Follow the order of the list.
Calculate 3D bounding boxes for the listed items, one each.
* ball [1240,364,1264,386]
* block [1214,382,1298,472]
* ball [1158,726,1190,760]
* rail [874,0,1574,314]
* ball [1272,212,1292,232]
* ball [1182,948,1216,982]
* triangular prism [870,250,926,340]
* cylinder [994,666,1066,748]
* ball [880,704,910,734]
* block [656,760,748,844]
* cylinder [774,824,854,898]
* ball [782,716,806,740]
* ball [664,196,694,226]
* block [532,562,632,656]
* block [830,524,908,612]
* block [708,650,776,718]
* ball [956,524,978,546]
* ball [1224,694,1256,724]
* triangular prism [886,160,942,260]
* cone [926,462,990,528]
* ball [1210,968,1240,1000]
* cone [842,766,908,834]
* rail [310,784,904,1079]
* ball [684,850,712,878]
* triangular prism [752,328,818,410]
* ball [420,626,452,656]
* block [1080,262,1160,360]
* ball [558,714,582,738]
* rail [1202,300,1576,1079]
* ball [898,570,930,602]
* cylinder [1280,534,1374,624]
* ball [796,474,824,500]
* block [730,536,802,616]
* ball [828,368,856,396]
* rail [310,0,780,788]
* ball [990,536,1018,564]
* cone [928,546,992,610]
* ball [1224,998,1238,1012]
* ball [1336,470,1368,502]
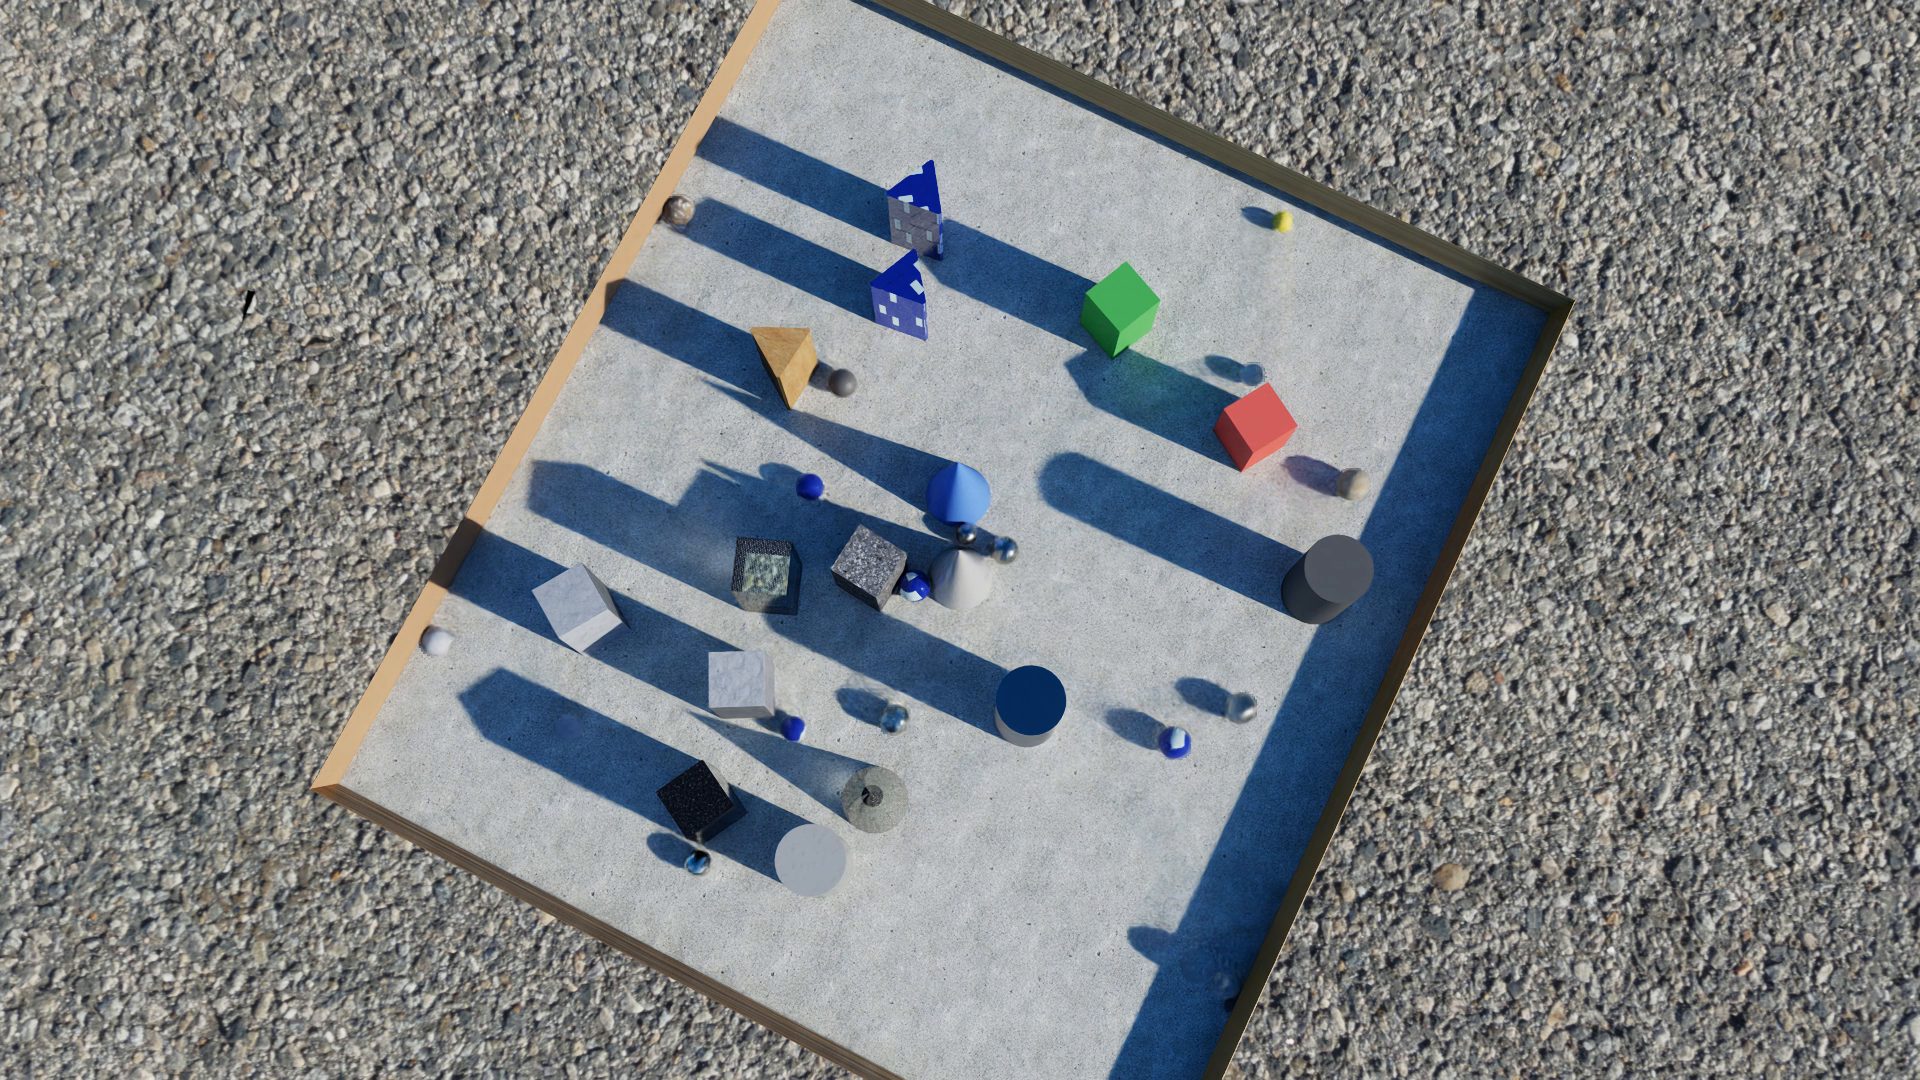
[{"bbox_3d":[0.907,-0.511,5.687,0.070,0.070,0.070,0,78,0],"label":"ball"},{"bbox_3d":[0.894,-0.340,5.563,0.159,0.242,0.159,-31,80,-6],"label":"block"},{"bbox_3d":[0.636,0.602,5.442,0.098,0.098,0.098,0,78,0],"label":"ball"},{"bbox_3d":[0.667,-1.300,5.819,2.722,0.129,0.045,26,80,5],"label":"rail"},{"bbox_3d":[1.019,-1.004,5.793,0.061,0.061,0.061,0,78,0],"label":"ball"},{"bbox_3d":[0.691,1.231,5.311,0.099,0.099,0.099,0,78,0],"label":"ball"},{"bbox_3d":[-0.160,-0.760,5.597,0.172,0.347,0.149,19,79,4],"label":"triangular prism"},{"bbox_3d":[0.200,0.487,5.329,0.199,0.366,0.199,0,78,0],"label":"cylinder"},{"bbox_3d":[-0.194,0.535,5.460,0.091,0.091,0.091,0,78,0],"label":"ball"},{"bbox_3d":[-0.740,0.757,5.282,0.159,0.349,0.159,-35,80,-7],"label":"block"},{"bbox_3d":[-0.412,0.921,5.238,0.199,0.368,0.199,0,78,0],"label":"cylinder"},{"bbox_3d":[-0.496,0.561,5.463,0.074,0.074,0.074,0,78,0],"label":"ball"},{"bbox_3d":[-0.886,-1.039,5.785,0.091,0.091,0.091,0,78,0],"label":"ball"},{"bbox_3d":[-1.105,0.208,5.378,0.159,0.384,0.159,-30,80,-6],"label":"block"},{"bbox_3d":[-0.268,0.087,5.464,0.159,0.264,0.159,32,80,6],"label":"block"},{"bbox_3d":[-0.637,0.427,5.373,0.159,0.303,0.159,-2,78,0],"label":"block"},{"bbox_3d":[0.020,-0.018,5.587,0.066,0.066,0.066,0,78,0],"label":"ball"},{"bbox_3d":[0.835,0.504,5.465,0.092,0.092,0.092,0,78,0],"label":"ball"},{"bbox_3d":[-0.110,-1.023,5.627,0.172,0.394,0.149,21,79,4],"label":"triangular prism"},{"bbox_3d":[-0.006,-0.180,5.432,0.199,0.434,0.199,0,78,0],"label":"cone"},{"bbox_3d":[0.769,1.285,5.306,0.088,0.088,0.088,0,78,0],"label":"ball"},{"bbox_3d":[-0.252,0.743,5.307,0.199,0.306,0.199,0,78,0],"label":"cone"},{"bbox_3d":[-0.667,1.314,5.278,2.722,0.129,0.045,26,80,5],"label":"rail"},{"bbox_3d":[-0.767,0.950,5.378,0.082,0.082,0.082,0,78,0],"label":"ball"},{"bbox_3d":[-0.551,-0.549,5.550,0.149,0.353,0.172,31,80,6],"label":"triangular prism"},{"bbox_3d":[-1.574,0.304,5.509,0.088,0.088,0.088,0,78,0],"label":"ball"},{"bbox_3d":[0.488,-0.700,5.618,0.159,0.281,0.159,-39,81,-7],"label":"block"},{"bbox_3d":[-1.165,0.557,5.465,0.070,0.070,0.070,0,78,0],"label":"ball"},{"bbox_3d":[1.196,0.593,5.427,0.045,0.129,3.031,26,80,5],"label":"rail"},{"bbox_3d":[-0.137,0.138,5.537,0.099,0.099,0.099,0,78,0],"label":"ball"},{"bbox_3d":[1.077,0.120,5.395,0.199,0.385,0.199,0,78,0],"label":"cylinder"},{"bbox_3d":[-0.457,-0.162,5.608,0.083,0.083,0.083,0,78,0],"label":"ball"},{"bbox_3d":[-0.567,0.110,5.412,0.159,0.356,0.159,5,78,1],"label":"block"},{"bbox_3d":[-0.363,-0.487,5.673,0.087,0.087,0.087,0,78,0],"label":"ball"},{"bbox_3d":[-1.196,-0.579,5.669,0.045,0.129,3.031,26,80,5],"label":"rail"},{"bbox_3d":[0.134,0.031,5.567,0.086,0.086,0.086,0,78,0],"label":"ball"},{"bbox_3d":[-0.001,0.073,5.379,0.199,0.435,0.199,0,78,0],"label":"cone"},{"bbox_3d":[0.790,1.348,5.314,0.045,0.045,0.045,0,78,0],"label":"ball"},{"bbox_3d":[1.198,-0.167,5.602,0.097,0.097,0.097,0,78,0],"label":"ball"}]
